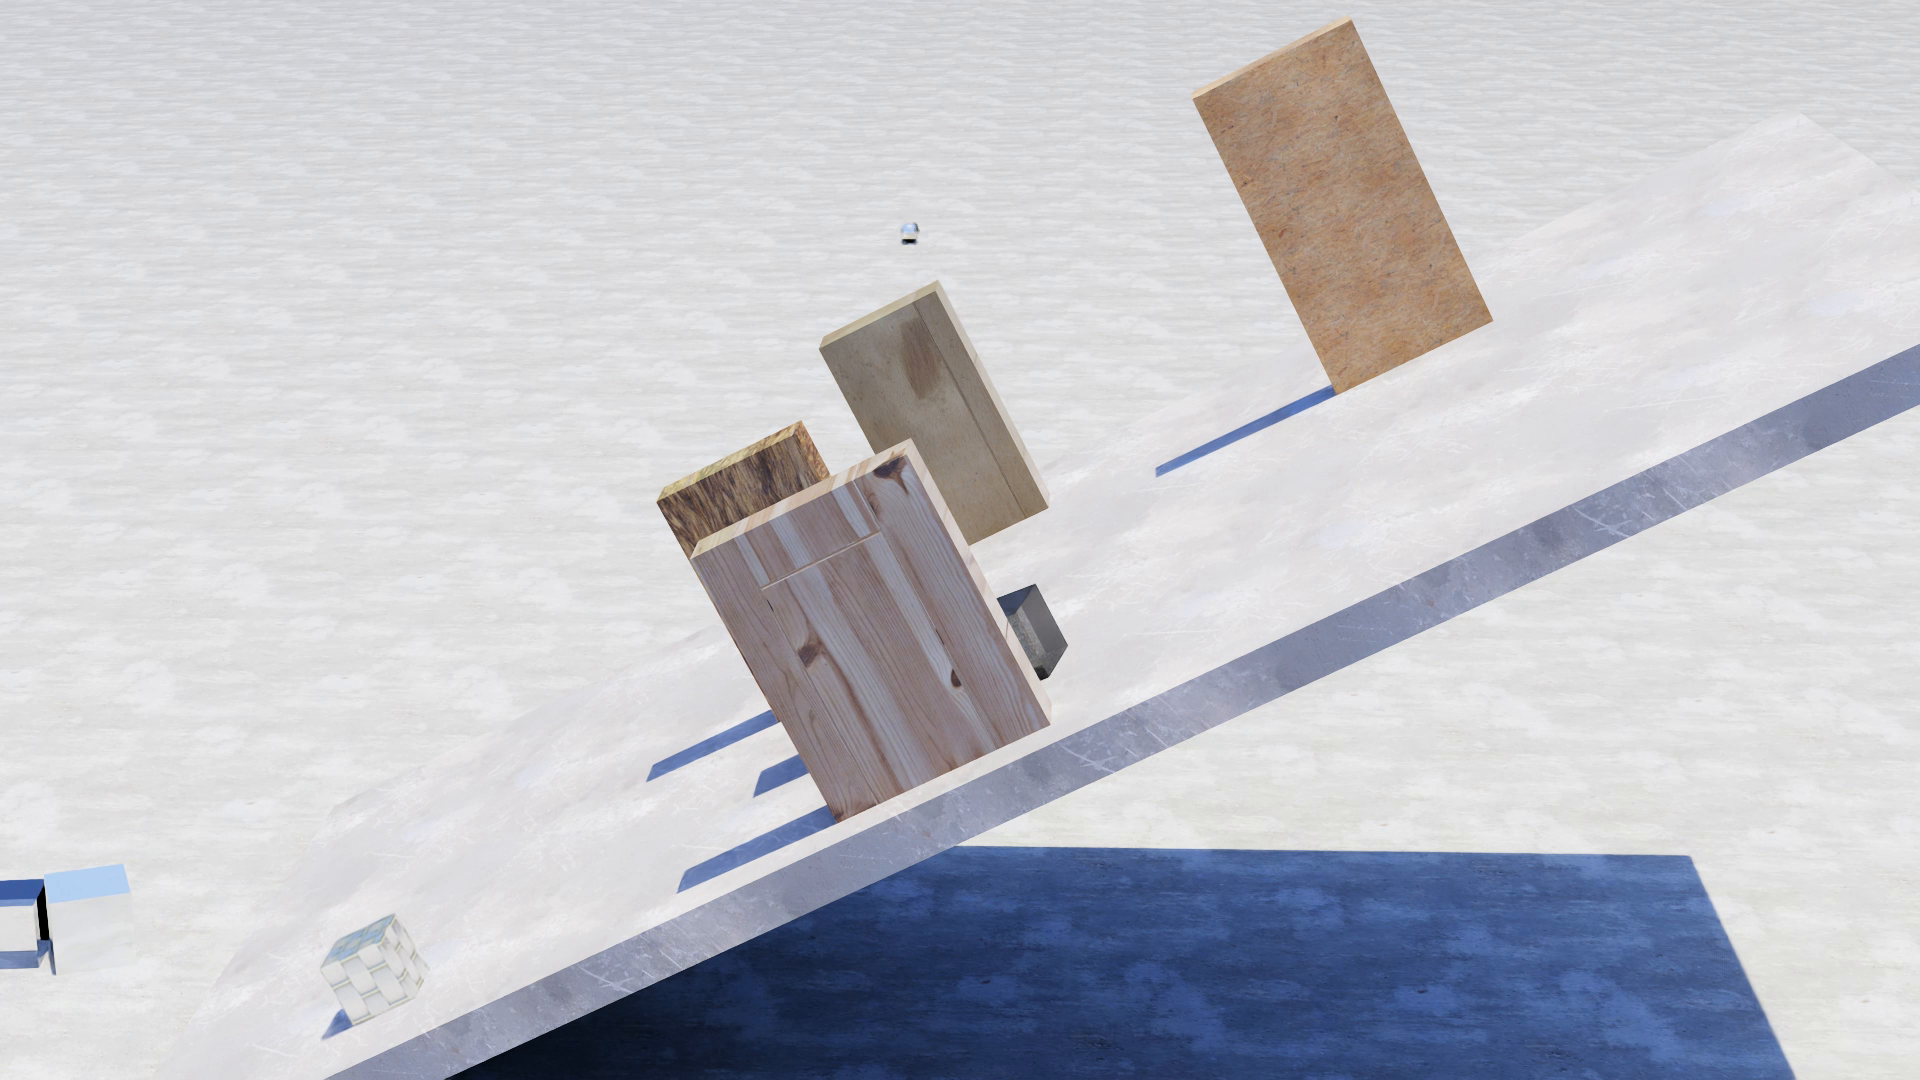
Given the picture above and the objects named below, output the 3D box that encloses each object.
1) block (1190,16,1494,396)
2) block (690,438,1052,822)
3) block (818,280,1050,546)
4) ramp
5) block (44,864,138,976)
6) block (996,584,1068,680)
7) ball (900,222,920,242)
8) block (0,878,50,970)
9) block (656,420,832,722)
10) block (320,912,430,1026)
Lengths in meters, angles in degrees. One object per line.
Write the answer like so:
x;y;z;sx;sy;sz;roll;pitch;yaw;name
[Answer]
0.836;-0.727;6.424;0.376;0.733;0.091;-26;14;10;block
-0.159;0.170;5.416;0.443;0.574;0.114;-26;14;10;block
-0.056;-0.274;6.839;0.303;0.574;0.127;-26;14;10;block
0.139;0.168;6.281;4.000;0.100;2.000;-26;14;10;ramp
-2.038;0.889;6.892;0.182;0.182;0.182;-6;18;-20;block
0.099;0.198;5.731;0.143;0.143;0.143;-21;15;25;block
-0.261;-1.593;15.236;0.107;0.107;0.107;0;17;0;ball
-2.229;0.901;6.893;0.158;0.158;0.158;-1;17;-5;block
-0.360;0.069;6.234;0.333;0.547;0.112;-26;14;10;block
-1.154;0.847;5.805;0.138;0.138;0.138;-26;14;10;block
